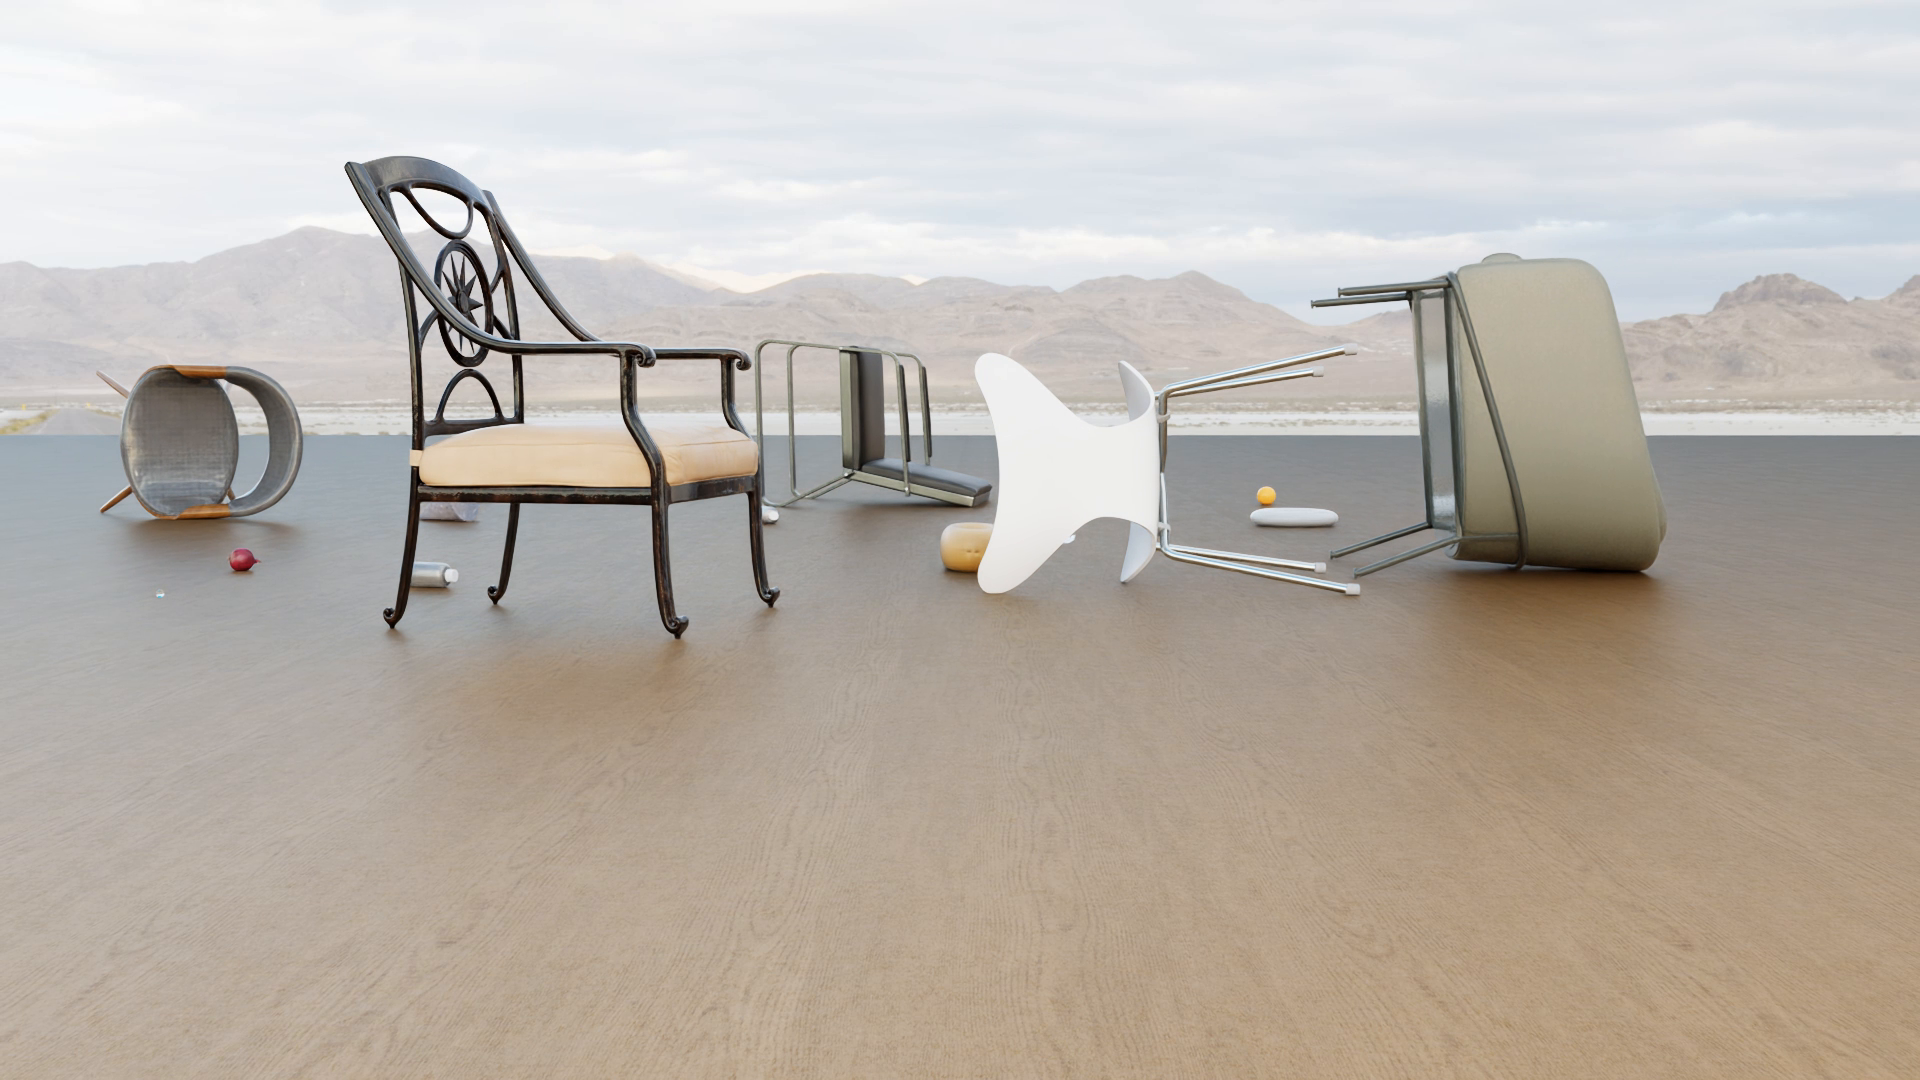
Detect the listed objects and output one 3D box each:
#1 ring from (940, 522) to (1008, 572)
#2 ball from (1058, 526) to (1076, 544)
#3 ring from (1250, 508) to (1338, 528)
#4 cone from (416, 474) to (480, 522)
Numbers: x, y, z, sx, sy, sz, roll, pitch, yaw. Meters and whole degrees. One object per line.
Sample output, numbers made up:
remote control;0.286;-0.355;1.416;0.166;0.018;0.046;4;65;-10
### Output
ring;0.035;0.018;5.518;0.172;0.108;0.334;2;5;1
ball;0.310;-0.016;6.396;0.052;0.052;0.052;0;4;0
ring;1.100;-0.074;7.235;0.289;0.053;0.242;1;5;1
cone;-1.784;-0.108;7.539;0.209;0.155;0.207;-22;30;19
